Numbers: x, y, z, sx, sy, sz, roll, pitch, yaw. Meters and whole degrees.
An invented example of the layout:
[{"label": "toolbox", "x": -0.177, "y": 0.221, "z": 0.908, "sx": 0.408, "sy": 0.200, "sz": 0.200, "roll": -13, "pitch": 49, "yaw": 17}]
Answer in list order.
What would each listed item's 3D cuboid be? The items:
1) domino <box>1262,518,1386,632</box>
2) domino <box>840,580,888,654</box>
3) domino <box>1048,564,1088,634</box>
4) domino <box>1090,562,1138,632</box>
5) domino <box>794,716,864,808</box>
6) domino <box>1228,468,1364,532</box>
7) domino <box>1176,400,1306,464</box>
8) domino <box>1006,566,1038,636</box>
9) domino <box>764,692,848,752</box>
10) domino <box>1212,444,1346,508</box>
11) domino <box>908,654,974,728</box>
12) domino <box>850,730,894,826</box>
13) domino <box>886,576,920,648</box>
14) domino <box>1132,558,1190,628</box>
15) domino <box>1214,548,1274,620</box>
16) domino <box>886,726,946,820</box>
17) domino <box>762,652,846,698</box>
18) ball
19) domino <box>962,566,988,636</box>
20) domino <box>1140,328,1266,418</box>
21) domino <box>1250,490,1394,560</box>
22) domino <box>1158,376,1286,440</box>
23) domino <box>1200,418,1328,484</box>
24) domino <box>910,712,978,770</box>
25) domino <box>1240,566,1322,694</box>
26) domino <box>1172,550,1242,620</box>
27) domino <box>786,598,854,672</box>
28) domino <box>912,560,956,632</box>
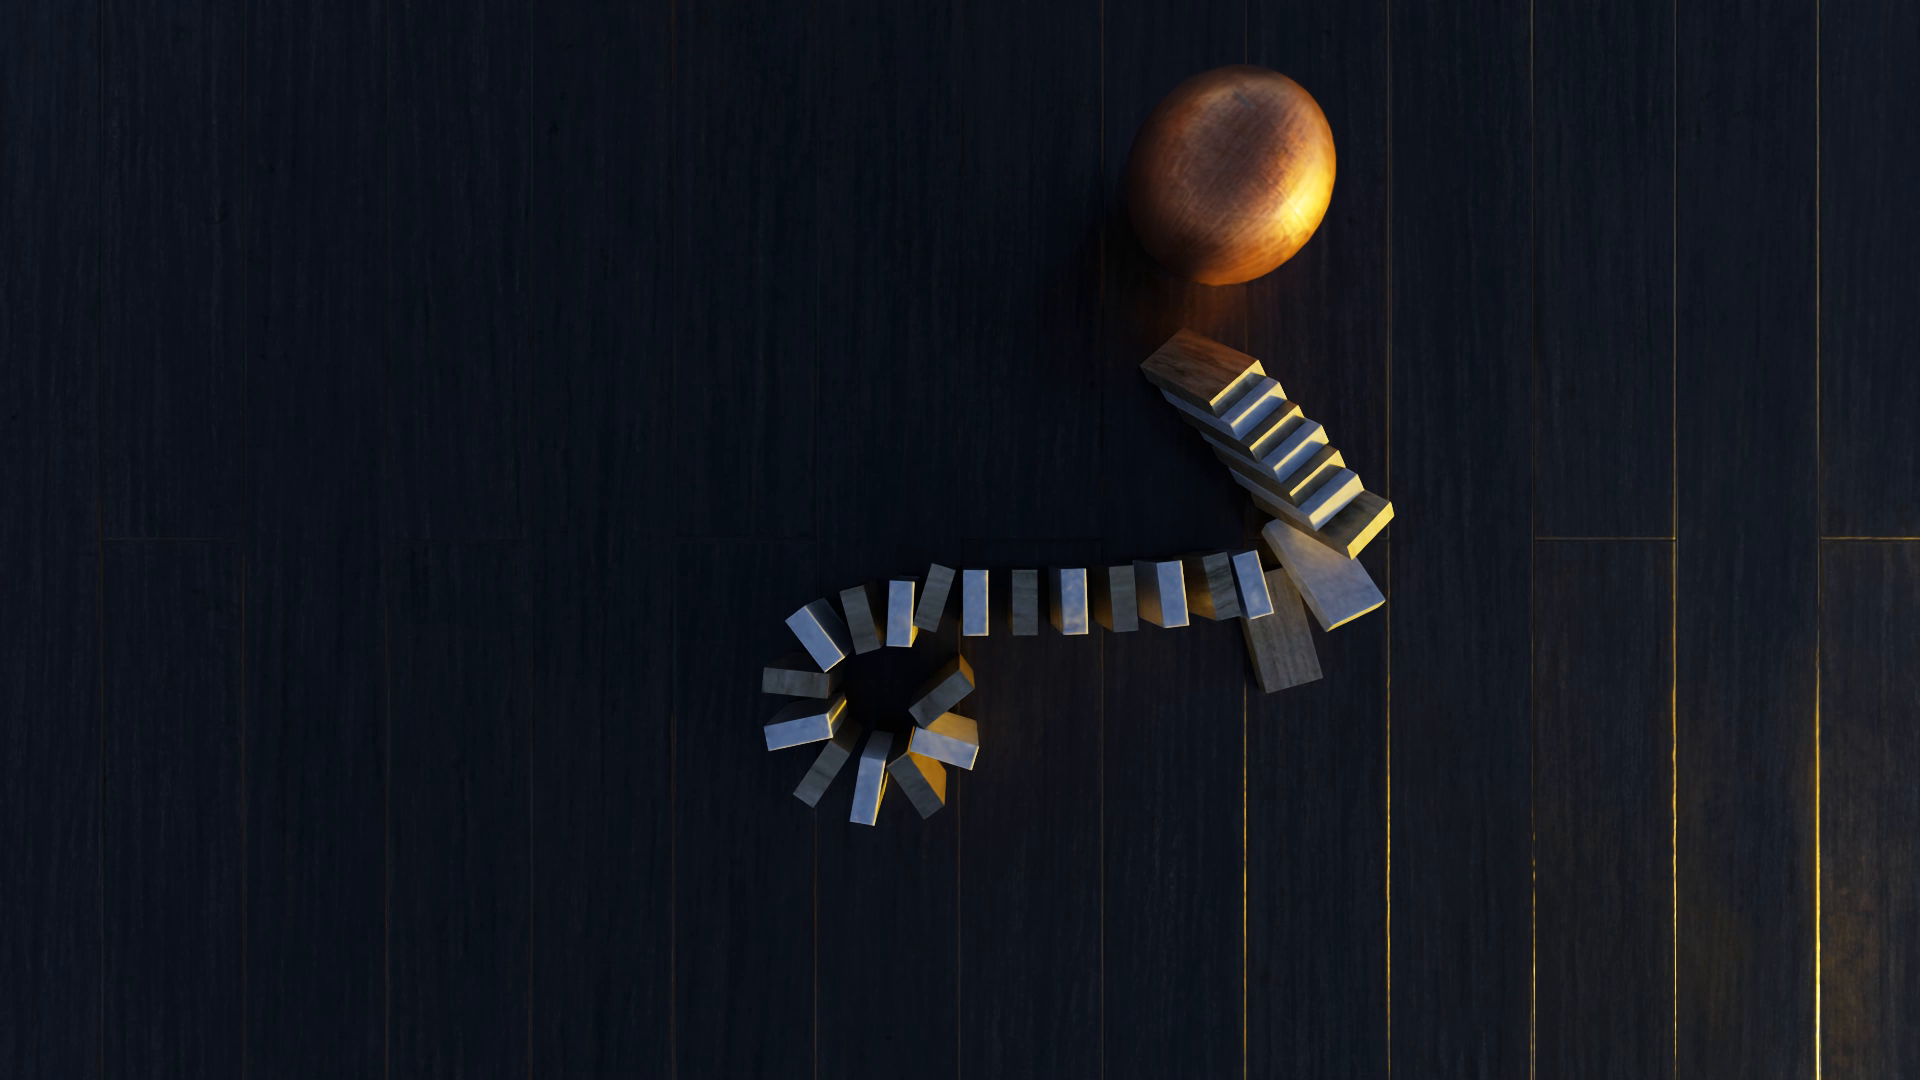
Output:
[{"label": "domino", "x": 0.152, "y": 0.011, "z": 0.385, "sx": 0.025, "sy": 0.009, "sz": 0.050, "roll": -24, "pitch": 67, "yaw": -6}, {"label": "domino", "x": -0.038, "y": 0.031, "z": 0.375, "sx": 0.010, "sy": 0.050, "sz": 0.025, "roll": -15, "pitch": 90, "yaw": 0}, {"label": "domino", "x": 0.044, "y": 0.024, "z": 0.375, "sx": 0.010, "sy": 0.050, "sz": 0.025, "roll": -2, "pitch": 90, "yaw": 0}, {"label": "domino", "x": 0.063, "y": 0.022, "z": 0.375, "sx": 0.009, "sy": 0.050, "sz": 0.025, "roll": -4, "pitch": 90, "yaw": 0}, {"label": "domino", "x": -0.053, "y": 0.089, "z": 0.375, "sx": 0.009, "sy": 0.050, "sz": 0.025, "roll": 35, "pitch": 90, "yaw": 0}, {"label": "domino", "x": 0.137, "y": -0.025, "z": 0.377, "sx": 0.025, "sy": 0.050, "sz": 0.010, "roll": -41, "pitch": 126, "yaw": 0}, {"label": "domino", "x": 0.114, "y": -0.052, "z": 0.377, "sx": 0.025, "sy": 0.050, "sz": 0.009, "roll": -41, "pitch": 126, "yaw": 0}, {"label": "domino", "x": 0.025, "y": 0.024, "z": 0.375, "sx": 0.010, "sy": 0.050, "sz": 0.025, "roll": -1, "pitch": 90, "yaw": 0}, {"label": "domino", "x": -0.062, "y": 0.073, "z": 0.375, "sx": 0.025, "sy": 0.050, "sz": 0.009, "roll": -12, "pitch": 90, "yaw": 0}, {"label": "domino", "x": 0.130, "y": -0.034, "z": 0.377, "sx": 0.025, "sy": 0.050, "sz": 0.009, "roll": -41, "pitch": 126, "yaw": 0}, {"label": "domino", "x": -0.007, "y": 0.061, "z": 0.375, "sx": 0.025, "sy": 0.050, "sz": 0.009, "roll": -38, "pitch": 90, "yaw": 0}, {"label": "domino", "x": -0.035, "y": 0.096, "z": 0.375, "sx": 0.009, "sy": 0.050, "sz": 0.025, "roll": 10, "pitch": 90, "yaw": 0}, {"label": "domino", "x": -0.023, "y": 0.028, "z": 0.375, "sx": 0.009, "sy": 0.050, "sz": 0.025, "roll": 3, "pitch": 90, "yaw": 0}, {"label": "domino", "x": 0.081, "y": 0.021, "z": 0.375, "sx": 0.009, "sy": 0.050, "sz": 0.025, "roll": -7, "pitch": 90, "yaw": 0}, {"label": "domino", "x": 0.112, "y": 0.017, "z": 0.375, "sx": 0.010, "sy": 0.050, "sz": 0.025, "roll": -15, "pitch": 90, "yaw": 0}, {"label": "domino", "x": -0.017, "y": 0.094, "z": 0.375, "sx": 0.009, "sy": 0.050, "sz": 0.025, "roll": -35, "pitch": 90, "yaw": 0}, {"label": "domino", "x": -0.063, "y": 0.055, "z": 0.375, "sx": 0.025, "sy": 0.050, "sz": 0.010, "roll": 6, "pitch": 90, "yaw": 0}, {"label": "ball", "x": 0.105, "y": -0.141, "z": 0.360, "sx": 0.080, "sy": 0.080, "sz": 0.080, "roll": 0, "pitch": 90, "yaw": 0}, {"label": "domino", "x": 0.006, "y": 0.024, "z": 0.375, "sx": 0.010, "sy": 0.050, "sz": 0.025, "roll": 0, "pitch": 90, "yaw": 0}, {"label": "domino", "x": 0.099, "y": -0.070, "z": 0.377, "sx": 0.025, "sy": 0.050, "sz": 0.009, "roll": -41, "pitch": 126, "yaw": 0}, {"label": "domino", "x": 0.148, "y": -0.015, "z": 0.378, "sx": 0.025, "sy": 0.050, "sz": 0.009, "roll": -44, "pitch": 134, "yaw": -5}, {"label": "domino", "x": 0.107, "y": -0.061, "z": 0.377, "sx": 0.025, "sy": 0.050, "sz": 0.009, "roll": -41, "pitch": 126, "yaw": 0}, {"label": "domino", "x": 0.123, "y": -0.044, "z": 0.377, "sx": 0.025, "sy": 0.050, "sz": 0.009, "roll": -41, "pitch": 126, "yaw": 0}, {"label": "domino", "x": -0.006, "y": 0.080, "z": 0.375, "sx": 0.025, "sy": 0.050, "sz": 0.009, "roll": 17, "pitch": 90, "yaw": 0}, {"label": "domino", "x": 0.136, "y": 0.038, "z": 0.395, "sx": 0.025, "sy": 0.010, "sz": 0.050, "roll": -15, "pitch": 90, "yaw": 0}, {"label": "domino", "x": 0.100, "y": 0.018, "z": 0.375, "sx": 0.010, "sy": 0.050, "sz": 0.025, "roll": -13, "pitch": 90, "yaw": 0}, {"label": "domino", "x": -0.056, "y": 0.038, "z": 0.375, "sx": 0.009, "sy": 0.050, "sz": 0.025, "roll": -38, "pitch": 90, "yaw": 0}, {"label": "domino", "x": -0.010, "y": 0.022, "z": 0.375, "sx": 0.009, "sy": 0.050, "sz": 0.025, "roll": 18, "pitch": 90, "yaw": 0}]
